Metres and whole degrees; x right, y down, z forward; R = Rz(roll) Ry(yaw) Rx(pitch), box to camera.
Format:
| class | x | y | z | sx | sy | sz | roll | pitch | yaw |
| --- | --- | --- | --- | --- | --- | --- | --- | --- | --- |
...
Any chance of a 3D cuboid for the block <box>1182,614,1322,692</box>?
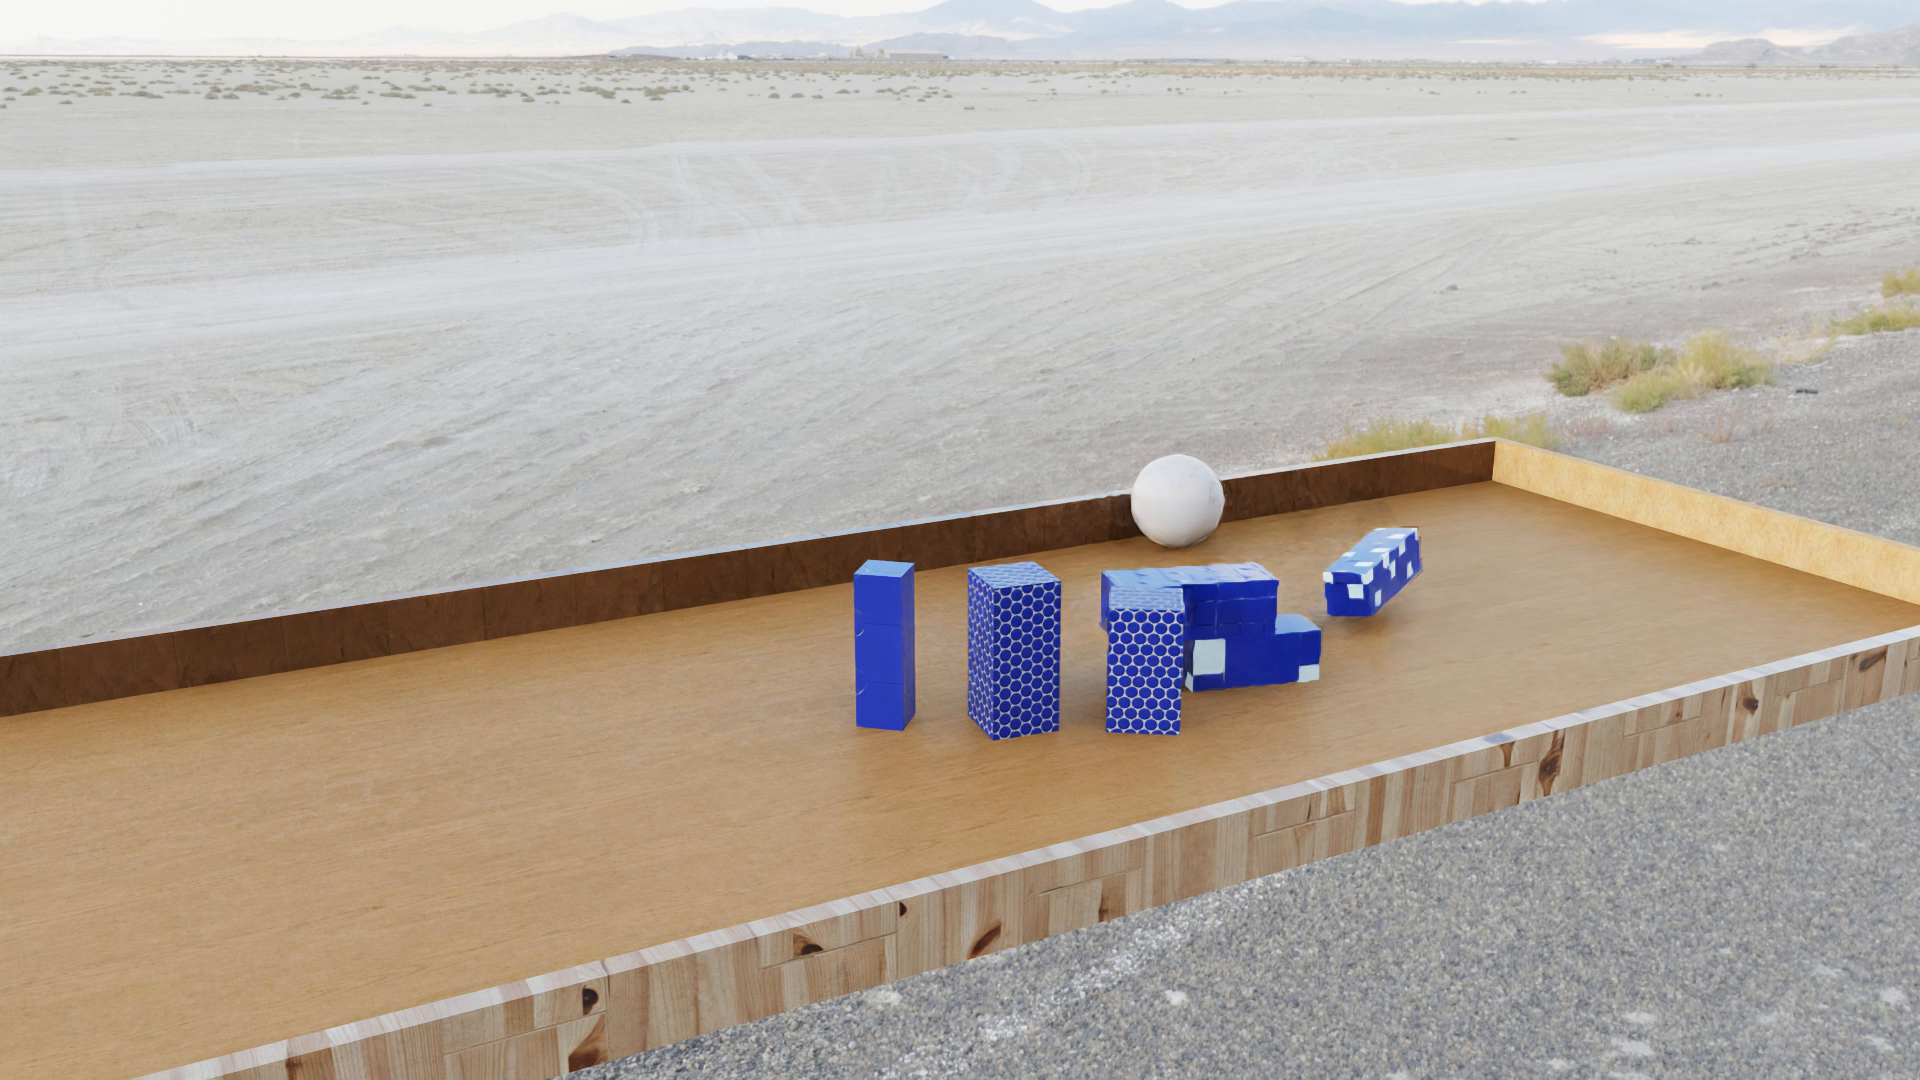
| class | x | y | z | sx | sy | sz | roll | pitch | yaw |
| --- | --- | --- | --- | --- | --- | --- | --- | --- | --- |
| block | 0.722 | 0.282 | 4.157 | 0.339 | 0.134 | 0.134 | -4 | 17 | -13 |

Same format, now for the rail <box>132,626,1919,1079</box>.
| class | x | y | z | sx | sy | sz | roll | pitch | yaw |
| --- | --- | --- | --- | --- | --- | --- | --- | --- | --- |
| rail | -2.336 | 1.006 | 1.665 | 12.000 | 0.150 | 0.050 | -9 | 18 | -27 |

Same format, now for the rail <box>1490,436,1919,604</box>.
| class | x | y | z | sx | sy | sz | roll | pitch | yaw |
| --- | --- | --- | --- | --- | --- | --- | --- | --- | --- |
| rail | 2.466 | -0.048 | 5.253 | 0.050 | 0.150 | 2.100 | -9 | 18 | -27 |

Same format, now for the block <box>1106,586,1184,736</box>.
| class | x | y | z | sx | sy | sz | roll | pitch | yaw |
| --- | --- | --- | --- | --- | --- | --- | --- | --- | --- |
| block | 0.433 | 0.280 | 3.864 | 0.170 | 0.303 | 0.170 | 2 | 16 | 6 |

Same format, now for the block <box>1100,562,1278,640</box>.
| class | x | y | z | sx | sy | sz | roll | pitch | yaw |
| --- | --- | --- | --- | --- | --- | --- | --- | --- | --- |
| block | 0.566 | 0.156 | 4.090 | 0.408 | 0.143 | 0.143 | -3 | 17 | -12 |

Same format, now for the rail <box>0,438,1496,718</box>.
| class | x | y | z | sx | sy | sz | roll | pitch | yaw |
| --- | --- | --- | --- | --- | --- | --- | --- | --- | --- |
| rail | -3.305 | 0.497 | 3.399 | 12.000 | 0.150 | 0.050 | -9 | 18 | -27 |

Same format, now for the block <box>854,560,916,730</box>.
| class | x | y | z | sx | sy | sz | roll | pitch | yaw |
| --- | --- | --- | --- | --- | --- | --- | --- | --- | --- |
| block | -0.175 | 0.246 | 3.853 | 0.113 | 0.376 | 0.113 | 4 | 17 | 13 |

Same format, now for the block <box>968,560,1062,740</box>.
| class | x | y | z | sx | sy | sz | roll | pitch | yaw |
| --- | --- | --- | --- | --- | --- | --- | --- | --- | --- |
| block | 0.124 | 0.255 | 3.837 | 0.164 | 0.367 | 0.164 | -6 | 17 | -20 |

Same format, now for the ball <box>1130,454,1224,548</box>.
| class | x | y | z | sx | sy | sz | roll | pitch | yaw |
| --- | --- | --- | --- | --- | --- | --- | --- | --- | --- |
| ball | 0.691 | -0.123 | 5.245 | 0.298 | 0.298 | 0.298 | 0 | 16 | 0 |

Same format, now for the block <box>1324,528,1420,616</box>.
| class | x | y | z | sx | sy | sz | roll | pitch | yaw |
| --- | --- | --- | --- | --- | --- | --- | --- | --- | --- |
| block | 1.163 | 0.087 | 4.637 | 0.124 | 0.124 | 0.401 | 1 | 18 | 35 |
